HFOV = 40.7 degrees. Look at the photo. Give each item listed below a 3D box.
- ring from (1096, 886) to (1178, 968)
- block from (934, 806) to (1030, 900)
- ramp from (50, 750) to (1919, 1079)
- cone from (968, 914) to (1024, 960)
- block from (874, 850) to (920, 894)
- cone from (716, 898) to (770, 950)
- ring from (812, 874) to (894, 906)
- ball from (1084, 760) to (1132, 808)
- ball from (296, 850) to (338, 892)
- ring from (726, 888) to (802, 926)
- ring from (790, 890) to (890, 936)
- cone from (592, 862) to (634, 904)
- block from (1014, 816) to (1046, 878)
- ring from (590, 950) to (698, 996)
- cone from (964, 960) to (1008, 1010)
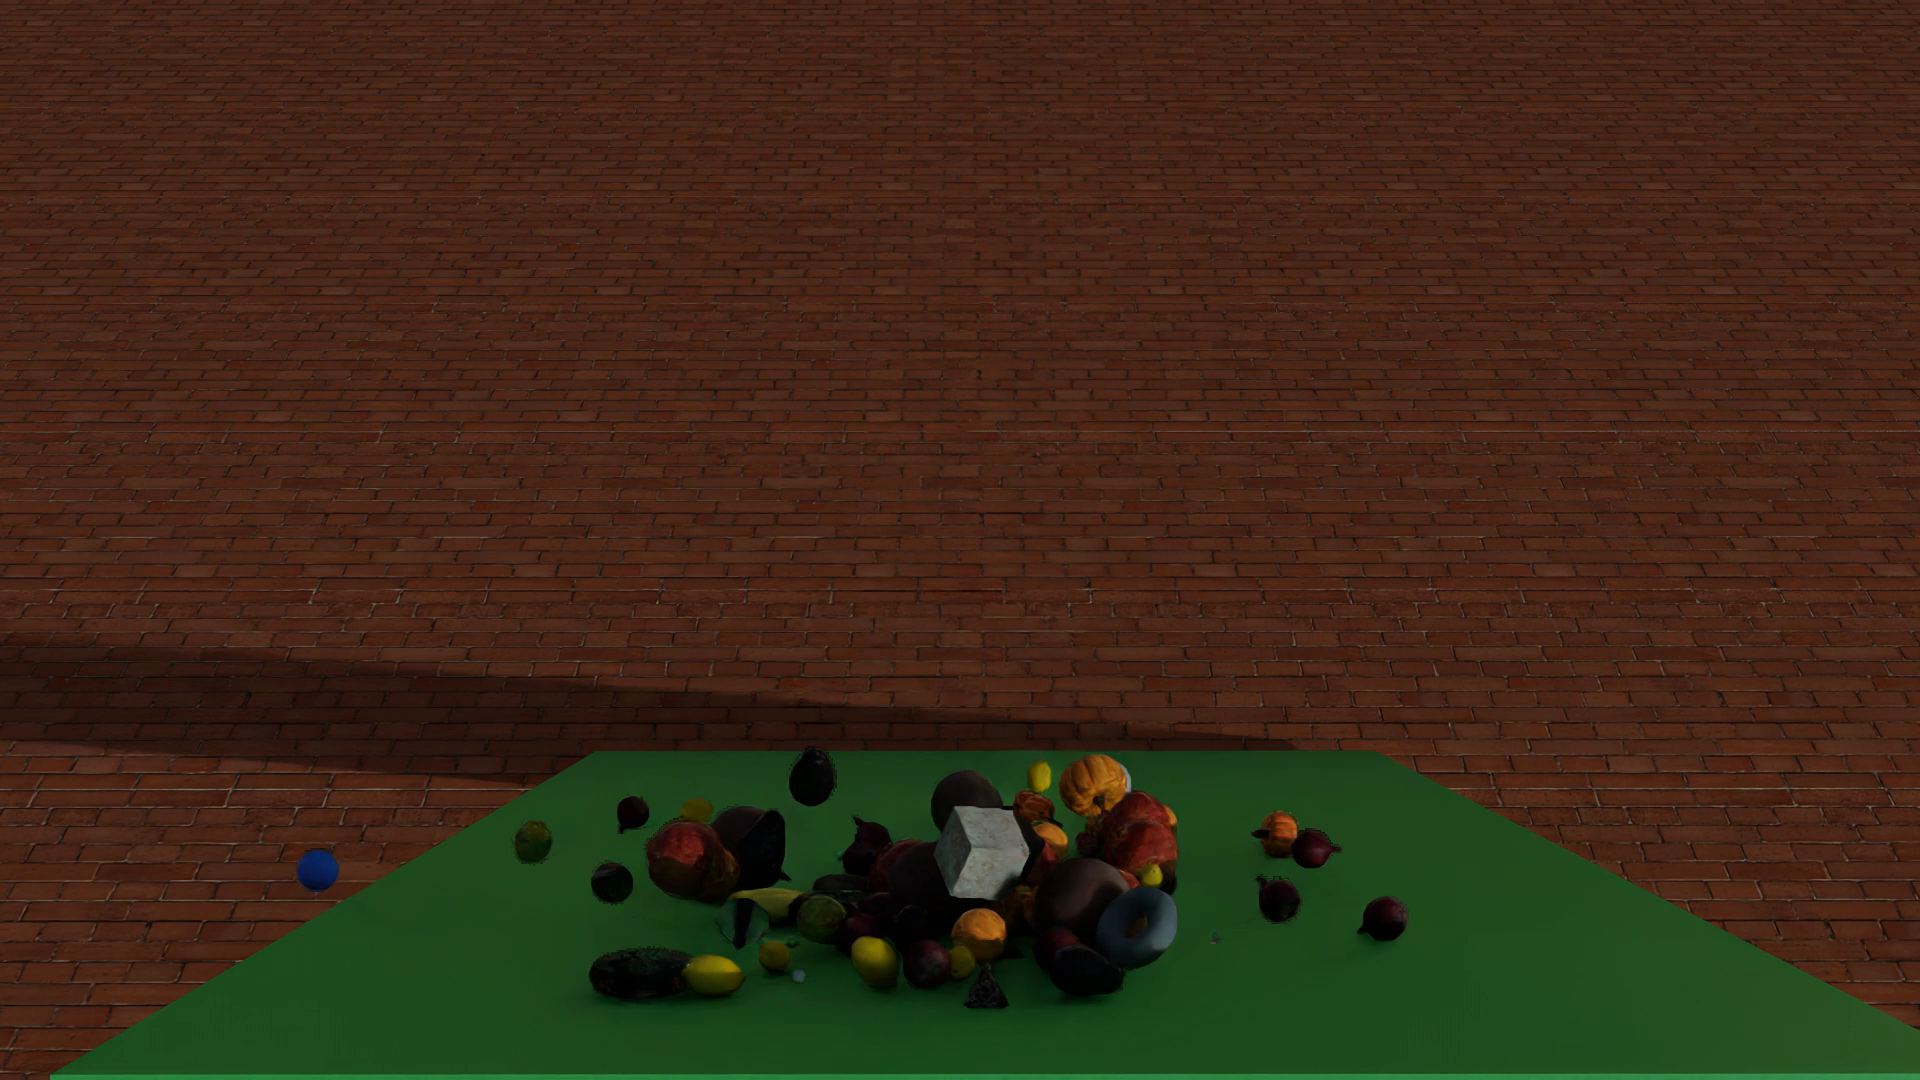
[{"bbox_3d":[0.221,0.485,3.238,0.114,0.038,0.114,-25,39,22],"label":"ring"},{"bbox_3d":[0.028,0.409,3.376,0.084,0.084,0.084,8,32,-24],"label":"block"},{"bbox_3d":[0.067,0.594,4.650,2.000,0.100,4.000,0,0,0],"label":"ramp"},{"bbox_3d":[0.057,0.530,3.368,0.067,0.067,0.067,28,25,-17],"label":"cone"},{"bbox_3d":[-0.097,0.512,3.990,0.062,0.062,0.062,0,-3,-9],"label":"block"},{"bbox_3d":[-0.292,0.526,3.440,0.072,0.072,0.072,0,23,0],"label":"cone"},{"bbox_3d":[-0.158,0.524,3.838,0.121,0.040,0.121,6,2,0],"label":"ring"},{"bbox_3d":[0.260,0.430,4.563,0.085,0.085,0.085,0,30,0],"label":"ball"},{"bbox_3d":[-1.020,0.525,4.109,0.065,0.065,0.065,0,30,0],"label":"ball"},{"bbox_3d":[-0.275,0.525,3.701,0.127,0.042,0.127,-1,-1,0],"label":"ring"},{"bbox_3d":[-0.168,0.522,3.624,0.143,0.048,0.143,2,2,0],"label":"ring"},{"bbox_3d":[-0.493,0.482,3.715,0.062,0.062,0.062,9,60,-16],"label":"cone"},{"bbox_3d":[0.068,0.420,3.556,0.060,0.060,0.060,13,21,-43],"label":"block"},{"bbox_3d":[-0.384,0.525,3.140,0.131,0.044,0.131,-1,0,0],"label":"ring"},{"bbox_3d":[0.031,0.520,3.041,0.053,0.053,0.053,0,0,0],"label":"cone"}]
